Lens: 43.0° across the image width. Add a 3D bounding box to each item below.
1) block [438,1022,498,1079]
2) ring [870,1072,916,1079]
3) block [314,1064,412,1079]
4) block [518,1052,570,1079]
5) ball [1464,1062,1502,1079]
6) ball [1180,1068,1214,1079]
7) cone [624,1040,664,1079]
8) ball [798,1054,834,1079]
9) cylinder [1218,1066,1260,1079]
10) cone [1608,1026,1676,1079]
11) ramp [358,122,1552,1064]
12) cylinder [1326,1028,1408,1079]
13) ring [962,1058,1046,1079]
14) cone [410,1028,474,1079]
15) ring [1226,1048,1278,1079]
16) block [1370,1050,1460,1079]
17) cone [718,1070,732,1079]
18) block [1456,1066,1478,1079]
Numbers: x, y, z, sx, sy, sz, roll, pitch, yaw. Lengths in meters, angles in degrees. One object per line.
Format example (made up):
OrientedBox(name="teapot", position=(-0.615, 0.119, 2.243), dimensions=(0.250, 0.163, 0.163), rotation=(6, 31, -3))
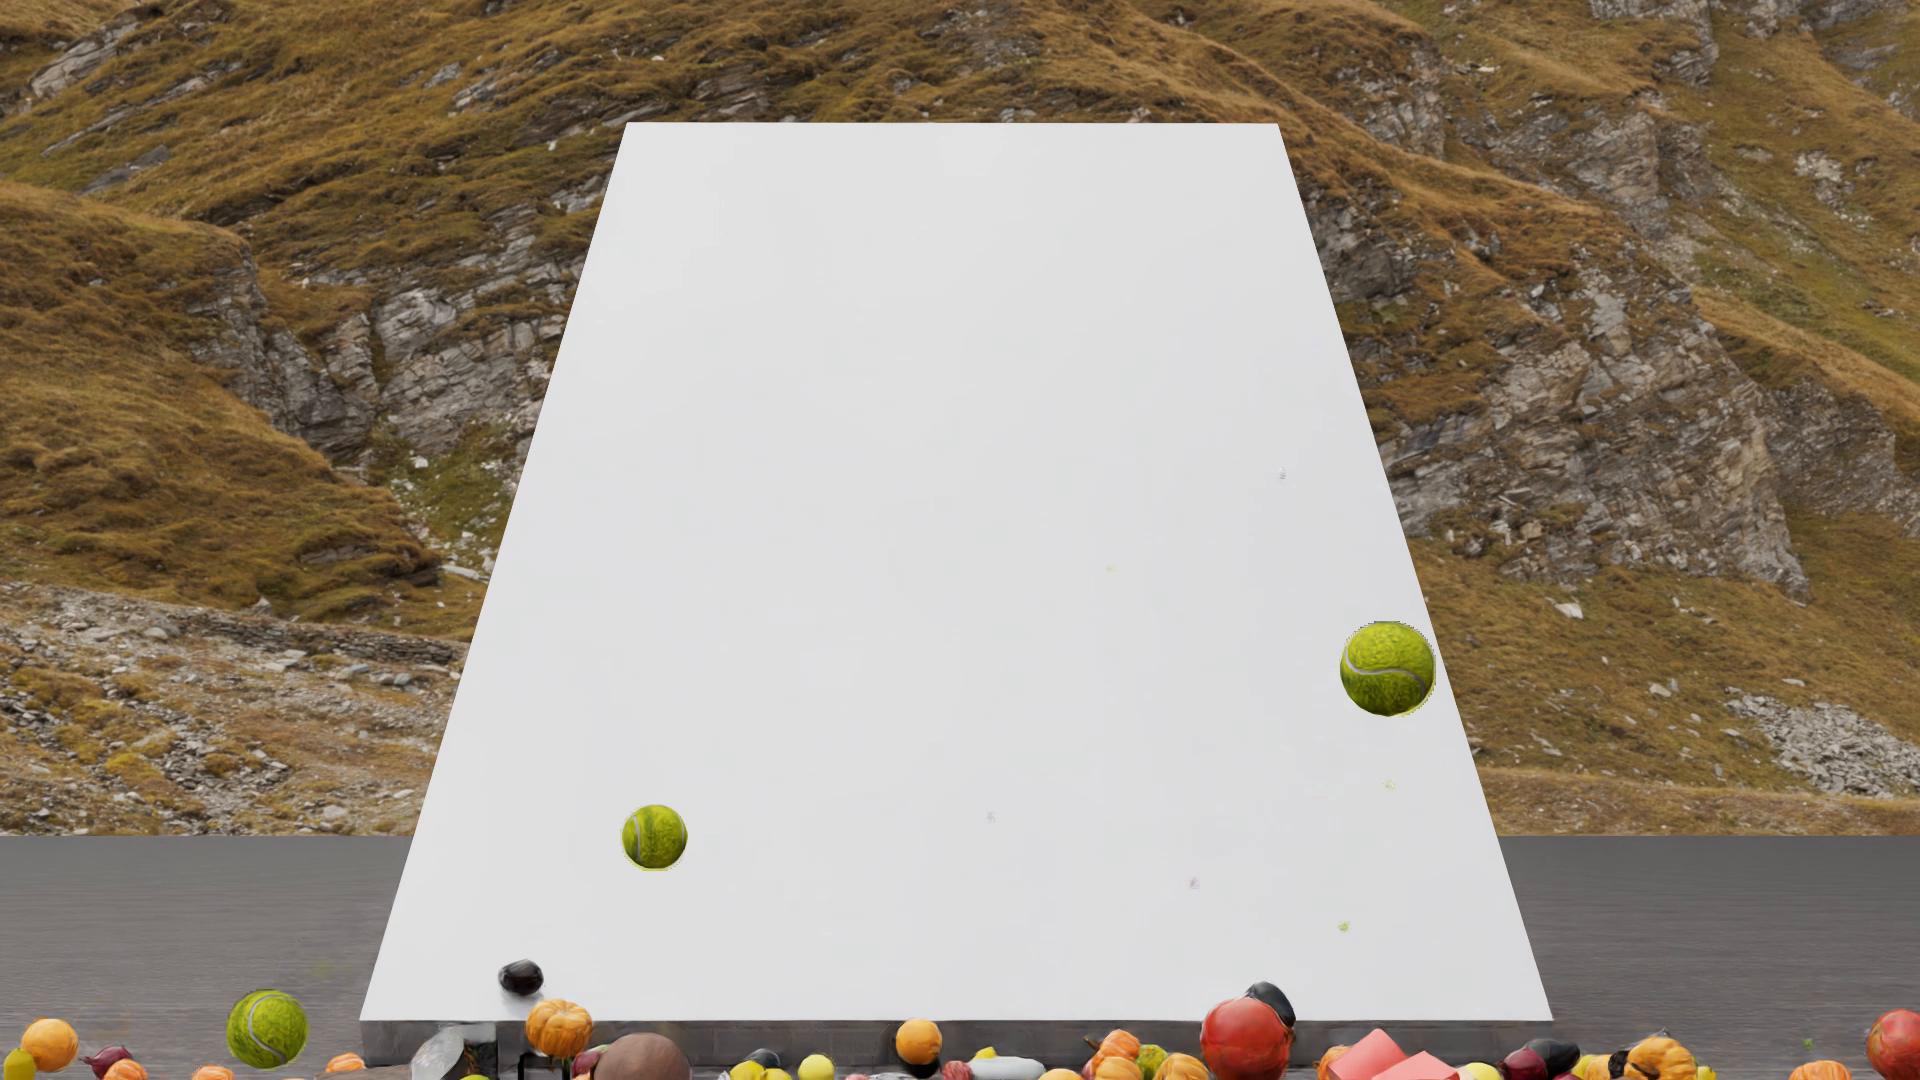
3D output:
OrientedBox(name="block", position=(-0.702, 0.744, 3.487), dimensions=(0.077, 0.077, 0.077), rotation=(-3, 11, -14))
OrientedBox(name="ring", position=(-0.102, 0.825, 3.703), dimensions=(0.076, 0.025, 0.076), rotation=(1, -6, 0))
OrientedBox(name="block", position=(-0.600, 0.602, 2.458), dimensions=(0.095, 0.095, 0.095), rotation=(-1, 36, -22))
OrientedBox(name="block", position=(-0.616, 0.795, 3.612), dimensions=(0.064, 0.064, 0.064), rotation=(0, -6, 1))
OrientedBox(name="ball", position=(0.735, 0.774, 3.451), dimensions=(0.067, 0.067, 0.067), rotation=(0, -7, 0))
OrientedBox(name="ball", position=(0.343, 0.788, 3.513), dimensions=(0.054, 0.054, 0.054), rotation=(0, -7, 0))
OrientedBox(name="cone", position=(-0.491, 0.811, 3.781), dimensions=(0.072, 0.072, 0.072), rotation=(0, -7, 0))
OrientedBox(name="ball", position=(-0.218, 0.811, 3.708), dimensions=(0.055, 0.055, 0.055), rotation=(0, -7, 0))
OrientedBox(name="cylinder", position=(0.349, 0.701, 3.090), dimensions=(0.052, 0.052, 0.052), rotation=(7, -36, -44))
OrientedBox(name="cone", position=(0.933, 0.686, 3.269), dimensions=(0.096, 0.096, 0.096), rotation=(-7, 31, 44))
OrientedBox(name="ramp", position=(-0.014, -0.196, 5.814), dimensions=(2.000, 0.100, 4.000), rotation=(0, 31, 0))
OrientedBox(name="cylinder", position=(0.519, 0.673, 3.070), dimensions=(0.082, 0.082, 0.082), rotation=(-35, -1, -10))
OrientedBox(name="ring", position=(0.067, 0.821, 3.742), dimensions=(0.130, 0.043, 0.130), rotation=(-1, -6, 0))
OrientedBox(name="cone", position=(-0.677, 0.725, 3.284), dimensions=(0.094, 0.094, 0.094), rotation=(-6, -48, 40))
OrientedBox(name="ring", position=(0.446, 0.806, 3.713), dimensions=(0.080, 0.027, 0.080), rotation=(12, -47, 13))
OrientedBox(name="block", position=(0.569, 0.693, 3.000), dimensions=(0.080, 0.080, 0.080), rotation=(-23, 15, -16))
OrientedBox(name="cone", position=(-0.291, 0.760, 3.215), dimensions=(0.088, 0.088, 0.088), rotation=(28, -10, -5))
OrientedBox(name="block", position=(0.645, 0.729, 3.160), dimensions=(0.060, 0.060, 0.060), rotation=(-23, 4, -3))
